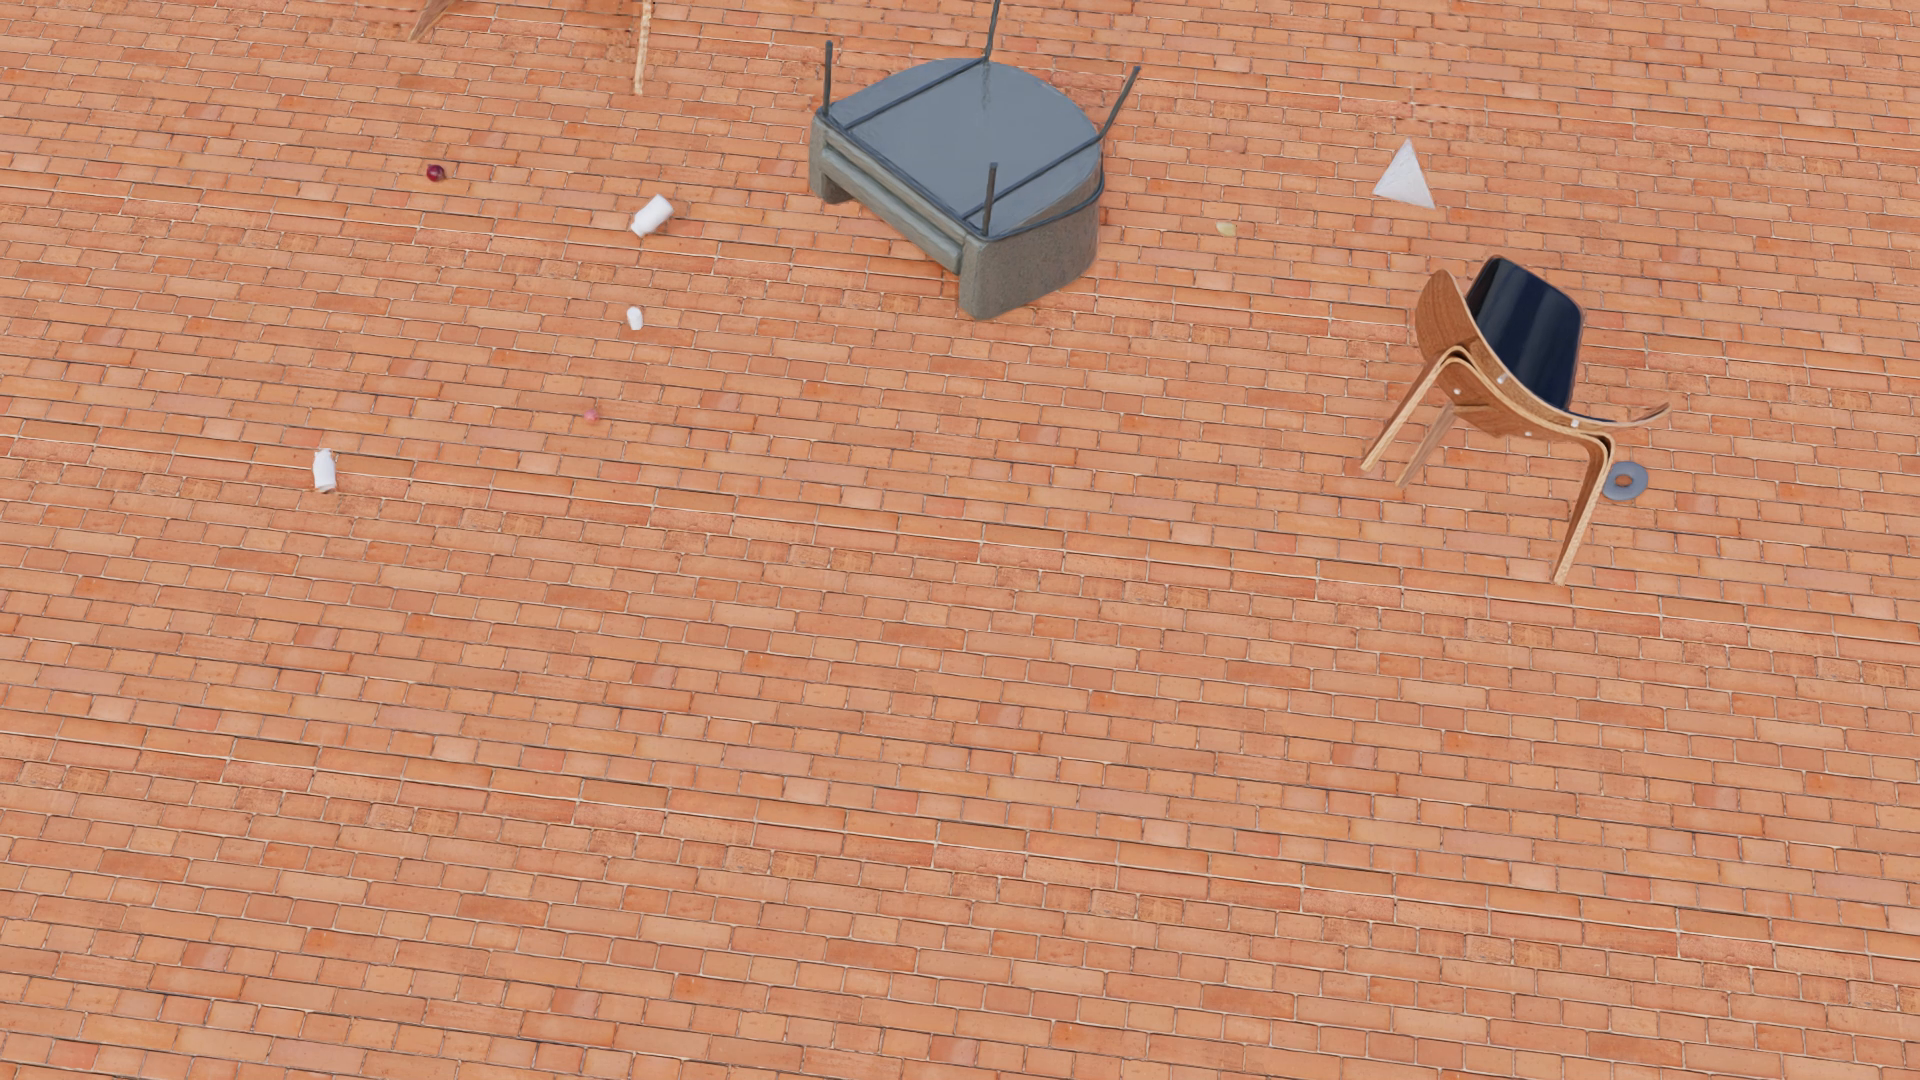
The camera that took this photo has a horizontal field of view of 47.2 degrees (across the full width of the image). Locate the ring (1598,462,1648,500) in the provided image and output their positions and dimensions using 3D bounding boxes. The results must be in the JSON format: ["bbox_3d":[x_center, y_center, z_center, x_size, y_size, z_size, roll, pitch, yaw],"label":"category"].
[{"bbox_3d":[2.015,-0.179,6.677,0.171,0.029,0.130,-31,62,-19],"label":"ring"}]

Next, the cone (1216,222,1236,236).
[{"bbox_3d":[0.851,-0.984,6.907,0.074,0.060,0.042,23,74,-19],"label":"cone"}]

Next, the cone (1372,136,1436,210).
[{"bbox_3d":[1.387,-1.133,6.980,0.170,0.252,0.208,-20,14,16],"label":"cone"}]
